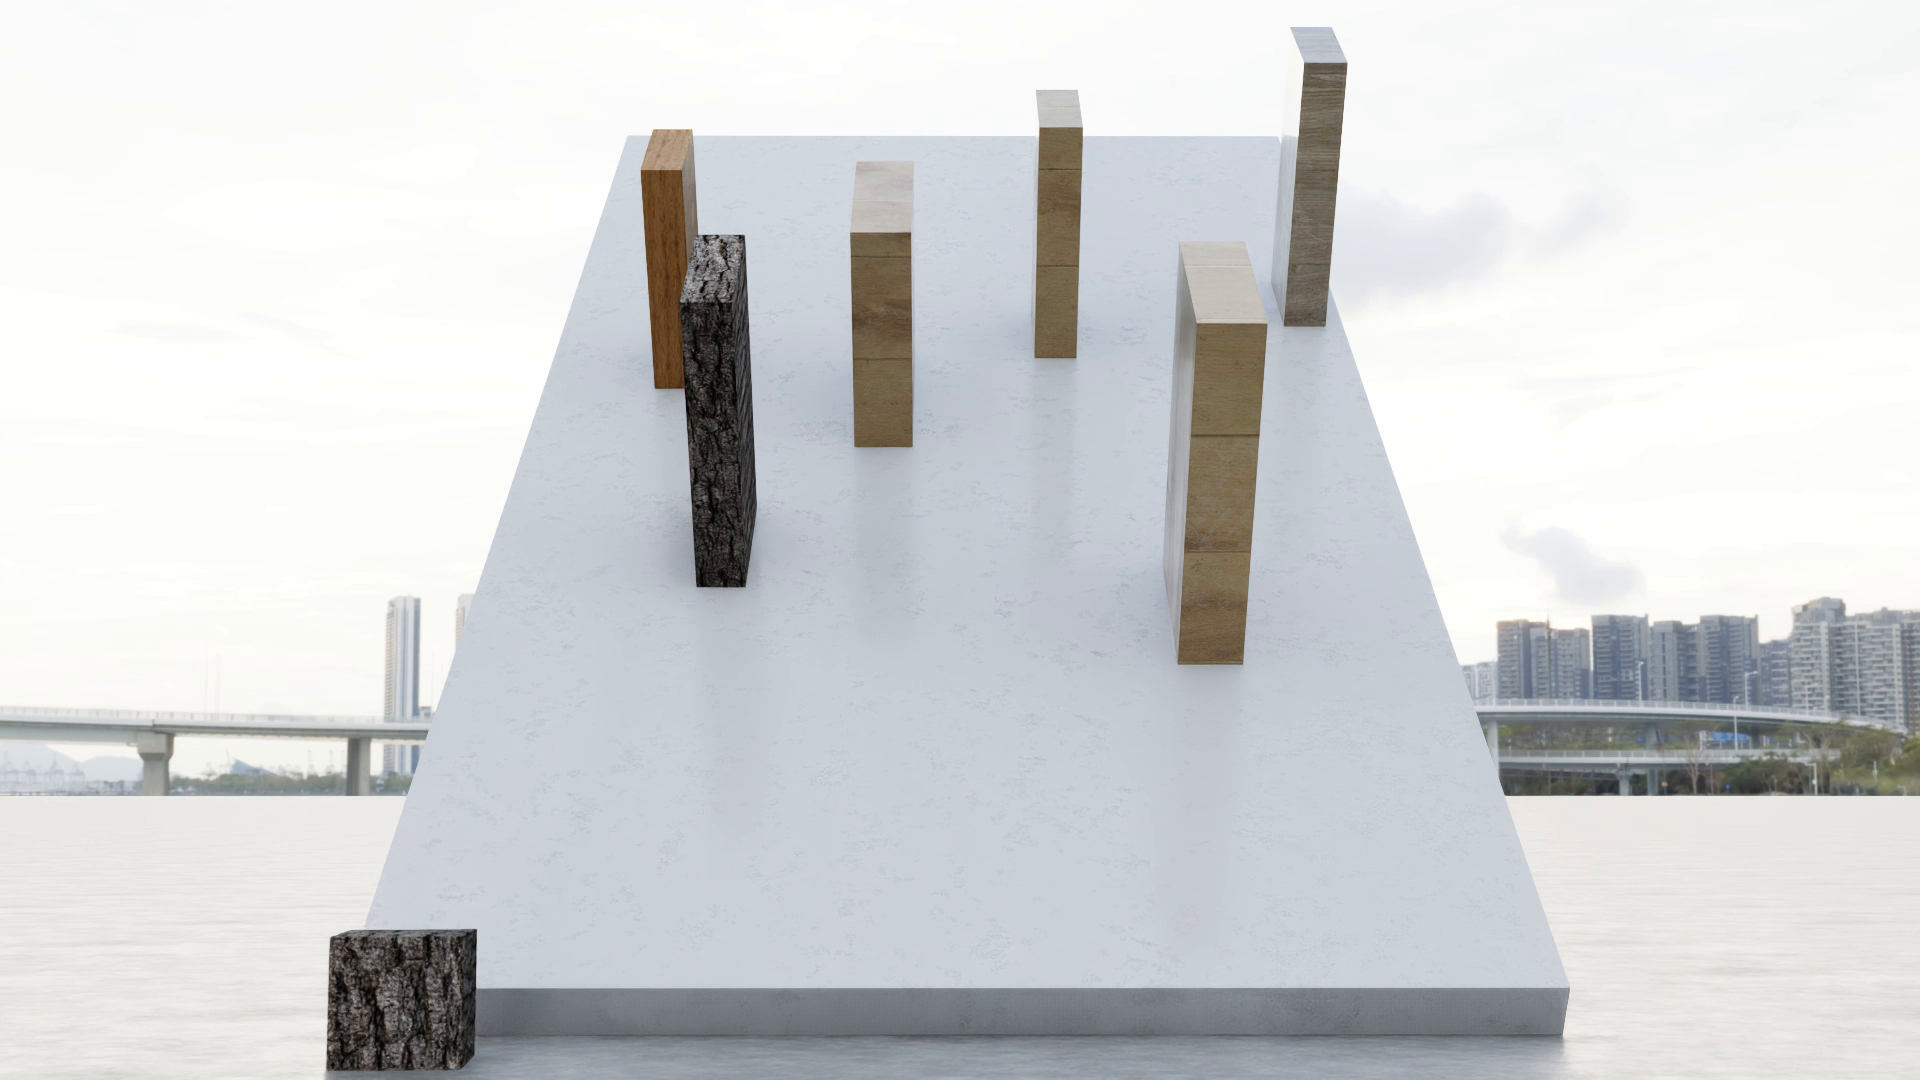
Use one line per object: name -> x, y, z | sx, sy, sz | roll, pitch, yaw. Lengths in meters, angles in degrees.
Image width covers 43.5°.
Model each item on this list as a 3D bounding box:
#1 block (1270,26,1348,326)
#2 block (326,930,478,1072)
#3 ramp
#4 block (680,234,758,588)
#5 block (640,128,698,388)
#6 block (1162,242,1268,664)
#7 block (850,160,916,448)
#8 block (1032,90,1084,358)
block -> 0.885, -0.923, 6.136 | 0.107, 0.700, 0.283 | 0, 30, 0
block -> -0.825, 0.680, 3.576 | 0.190, 0.190, 0.190 | 1, -6, -5
ramp -> -0.013, -0.213, 5.690 | 2.000, 0.100, 4.000 | 0, 30, 0
block -> -0.499, -0.269, 5.026 | 0.103, 0.648, 0.347 | 0, 30, 0
block -> -0.694, -0.680, 5.838 | 0.096, 0.562, 0.276 | 0, 30, 0
block -> 0.497, -0.171, 4.766 | 0.130, 0.741, 0.390 | 0, 30, 0
block -> -0.177, -0.558, 5.653 | 0.136, 0.534, 0.444 | 0, 30, 0
block -> 0.238, -0.784, 5.984 | 0.105, 0.604, 0.272 | 0, 30, 0
